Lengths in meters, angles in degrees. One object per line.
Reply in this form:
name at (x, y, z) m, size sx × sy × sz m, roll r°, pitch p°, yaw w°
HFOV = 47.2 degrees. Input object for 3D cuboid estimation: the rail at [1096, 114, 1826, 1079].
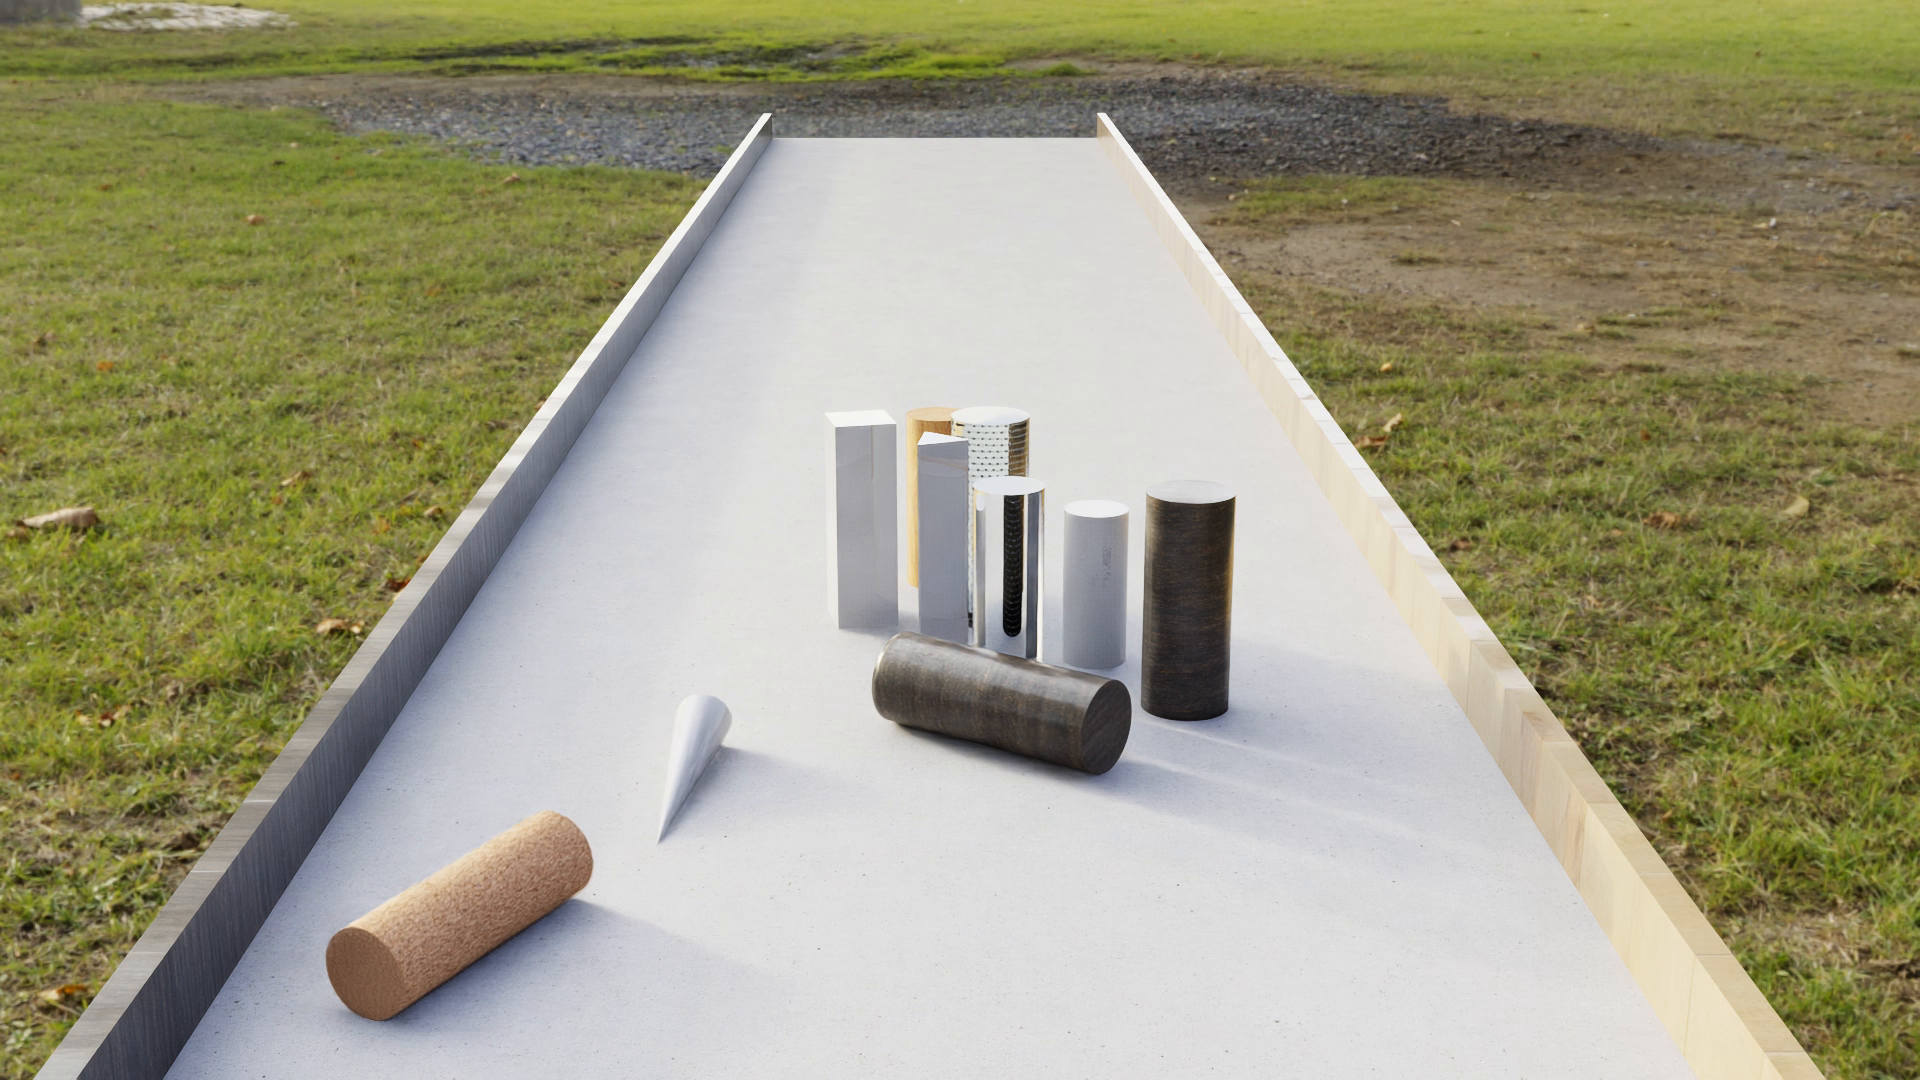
rail at (0.932, -0.844, 7.801) m, size 0.050 × 0.150 × 12.000 m, roll 0°, pitch 17°, yaw -1°

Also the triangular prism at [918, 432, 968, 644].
triangular prism at (-0.050, 0.010, 4.409) m, size 0.106 × 0.446 × 0.092 m, roll -7°, pitch 18°, yaw -22°

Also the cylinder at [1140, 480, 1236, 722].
cylinder at (0.426, 0.112, 4.112) m, size 0.166 × 0.420 × 0.166 m, roll 0°, pitch 17°, yaw 0°

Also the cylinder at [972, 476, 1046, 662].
cylinder at (0.090, 0.104, 4.127) m, size 0.134 × 0.428 × 0.134 m, roll 0°, pitch 17°, yaw 0°

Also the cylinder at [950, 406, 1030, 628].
cylinder at (0.063, -0.047, 4.614) m, size 0.164 × 0.440 × 0.164 m, roll 0°, pitch 17°, yaw 0°

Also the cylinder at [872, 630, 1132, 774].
cylinder at (0.072, 0.289, 3.956) m, size 0.452 × 0.170 × 0.170 m, roll 11°, pitch 20°, yaw 34°

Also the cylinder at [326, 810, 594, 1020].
cylinder at (-0.715, 0.536, 3.185) m, size 0.137 × 0.137 × 0.437 m, roll 8°, pitch 18°, yaw 25°

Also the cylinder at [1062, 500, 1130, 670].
cylinder at (0.269, 0.088, 4.381) m, size 0.129 × 0.313 × 0.129 m, roll 0°, pitch 17°, yaw 0°

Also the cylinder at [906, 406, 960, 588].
cylinder at (-0.050, -0.092, 4.865) m, size 0.136 × 0.383 × 0.136 m, roll 0°, pitch 17°, yaw 0°

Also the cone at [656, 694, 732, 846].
cone at (-0.476, 0.410, 3.760) m, size 0.102 × 0.102 × 0.445 m, roll 1°, pitch 23°, yaw 4°

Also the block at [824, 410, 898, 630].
block at (-0.207, -0.044, 4.610) m, size 0.128 × 0.435 × 0.128 m, roll -4°, pitch 17°, yaw -13°

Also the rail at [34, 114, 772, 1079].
rail at (-1.118, -0.838, 7.780) m, size 0.050 × 0.150 × 12.000 m, roll 0°, pitch 17°, yaw -1°
